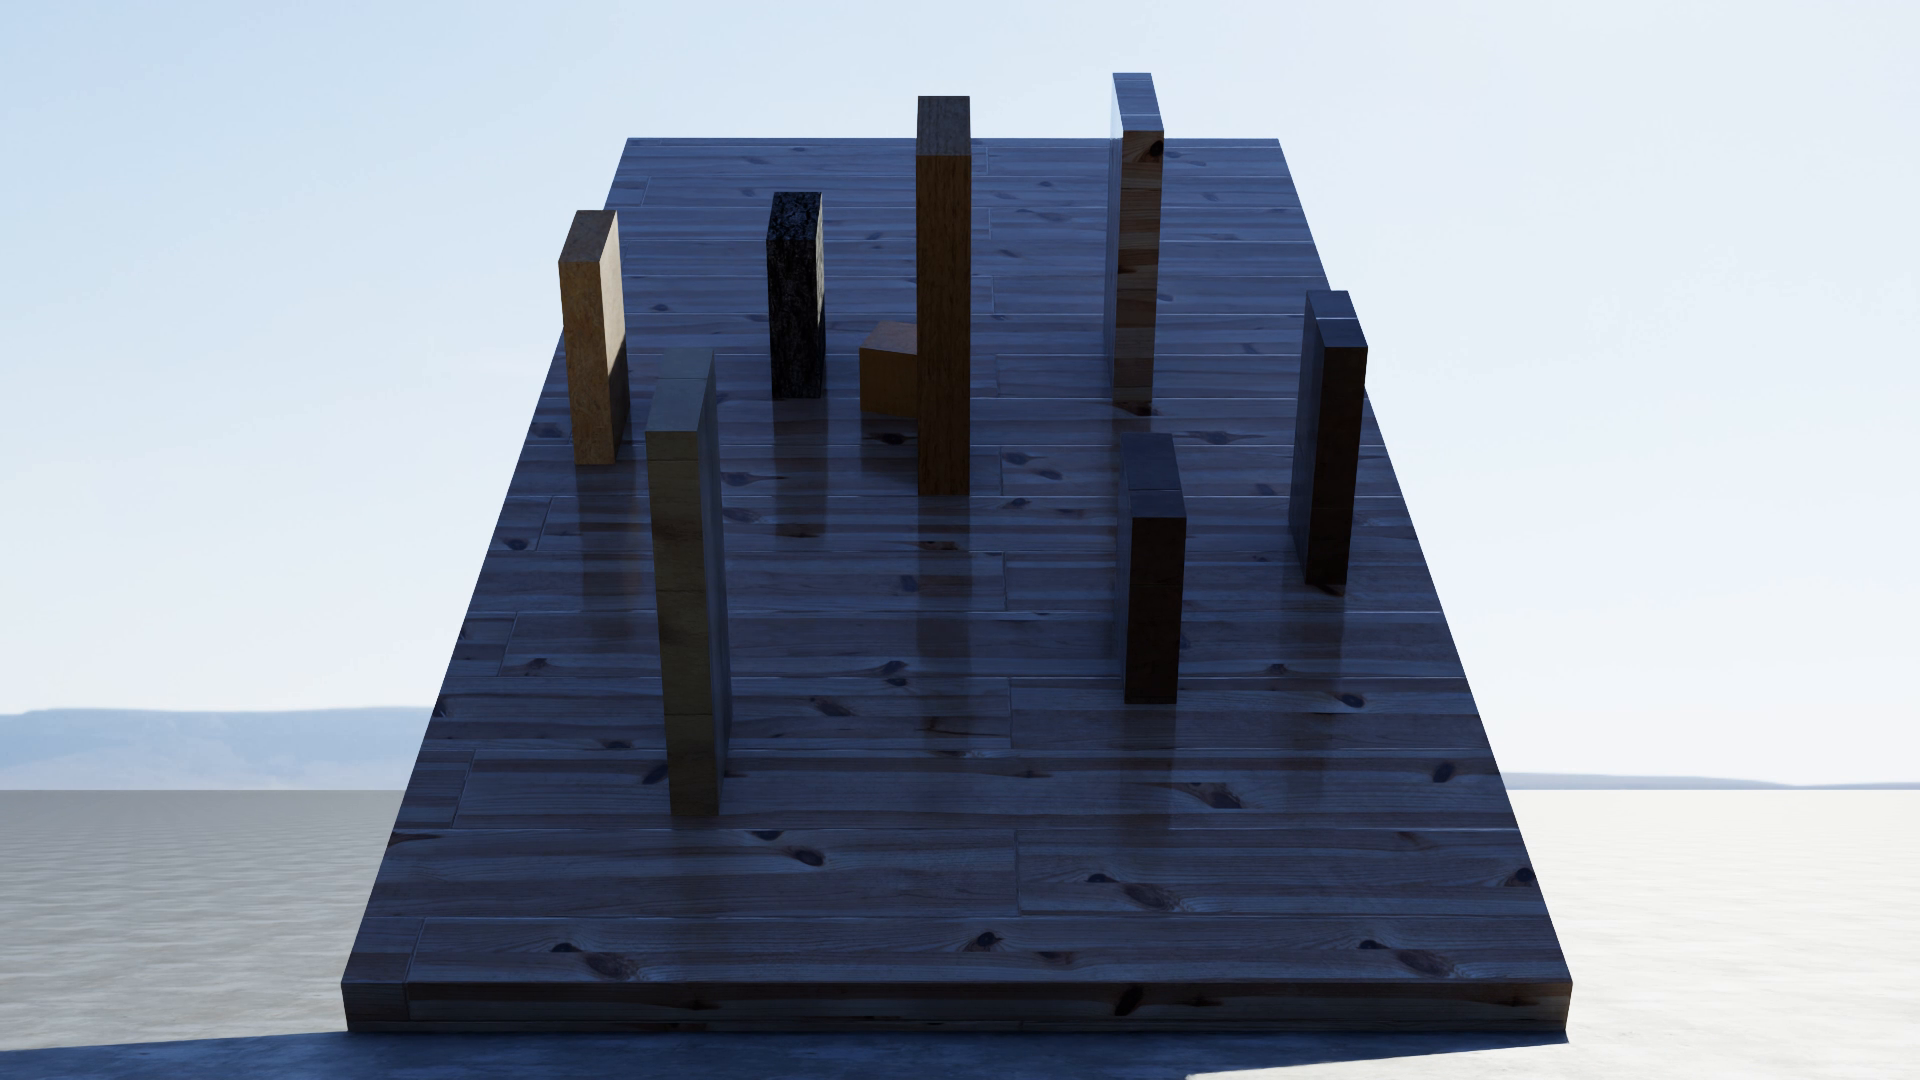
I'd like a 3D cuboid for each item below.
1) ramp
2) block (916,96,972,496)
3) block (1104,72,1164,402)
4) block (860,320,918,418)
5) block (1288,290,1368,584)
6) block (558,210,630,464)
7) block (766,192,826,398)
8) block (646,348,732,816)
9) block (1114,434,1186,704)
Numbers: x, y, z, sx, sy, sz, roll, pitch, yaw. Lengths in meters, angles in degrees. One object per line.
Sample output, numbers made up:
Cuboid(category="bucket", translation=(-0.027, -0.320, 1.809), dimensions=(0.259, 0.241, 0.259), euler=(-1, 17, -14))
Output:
Cuboid(category="ramp", translation=(-0.012, -0.215, 5.670), dimensions=(2.000, 0.100, 4.000), euler=(0, 29, 0))
Cuboid(category="block", translation=(-0.036, -0.540, 5.332), dimensions=(0.115, 0.797, 0.378), euler=(0, 29, 0))
Cuboid(category="block", translation=(0.414, -0.729, 5.789), dimensions=(0.094, 0.683, 0.414), euler=(0, 29, 0))
Cuboid(category="block", translation=(-0.134, -0.408, 5.740), dimensions=(0.165, 0.165, 0.165), euler=(8, 30, 14))
Cuboid(category="block", translation=(0.764, -0.213, 5.012), dimensions=(0.086, 0.544, 0.283), euler=(0, 29, 0))
Cuboid(category="block", translation=(-0.833, -0.465, 5.498), dimensions=(0.091, 0.498, 0.306), euler=(0, 29, 0))
Cuboid(category="block", translation=(-0.394, -0.594, 5.823), dimensions=(0.115, 0.409, 0.306), euler=(0, 29, 0))
Cuboid(category="block", translation=(-0.474, 0.077, 4.256), dimensions=(0.084, 0.768, 0.328), euler=(0, 29, 0))
Cuboid(category="block", translation=(0.366, 0.053, 4.673), dimensions=(0.100, 0.409, 0.344), euler=(0, 29, 0))
